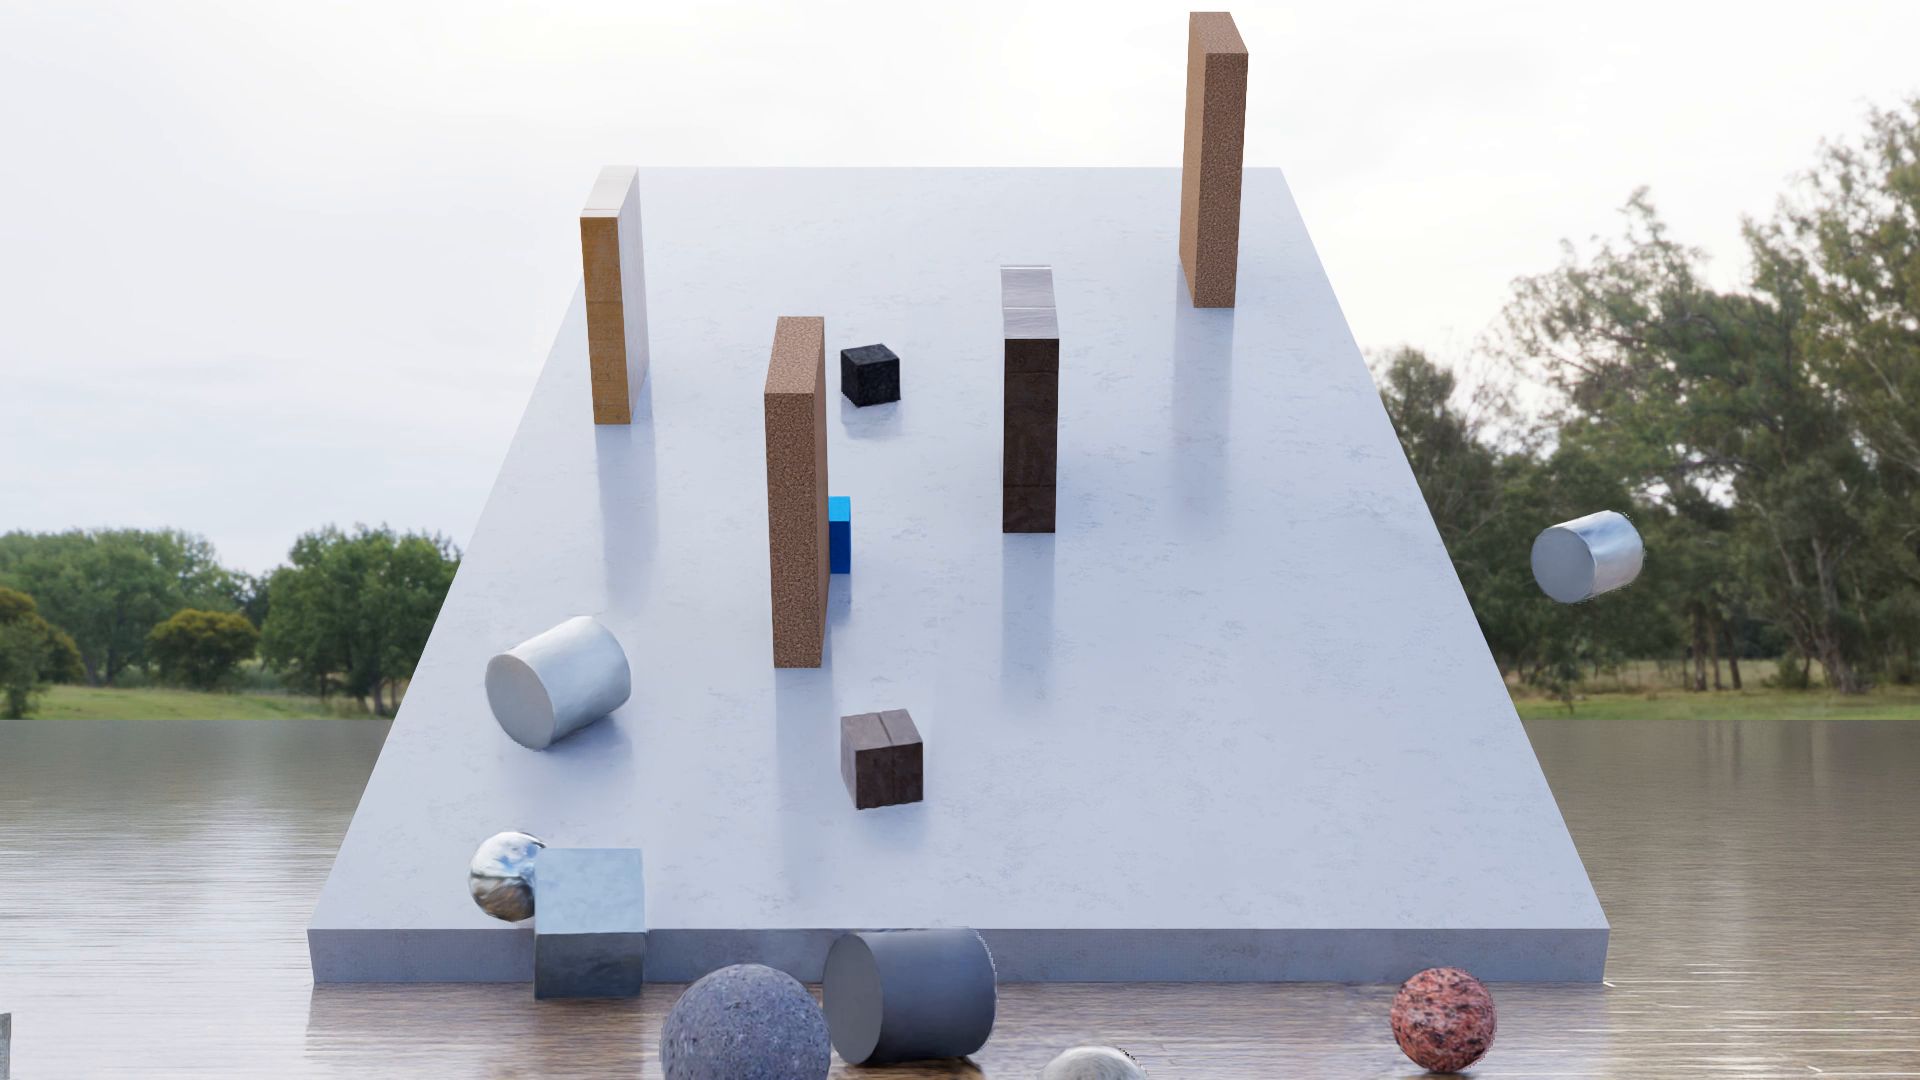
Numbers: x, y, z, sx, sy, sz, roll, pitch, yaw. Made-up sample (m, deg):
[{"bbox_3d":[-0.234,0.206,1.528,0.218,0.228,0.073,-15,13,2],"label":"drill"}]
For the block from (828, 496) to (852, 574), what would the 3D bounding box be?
[{"bbox_3d":[-0.279,-0.010,4.727,0.117,0.117,0.117,0,26,-1],"label":"block"}]

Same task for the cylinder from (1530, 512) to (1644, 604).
[{"bbox_3d":[1.243,0.034,4.664,0.155,0.155,0.155,-14,5,-36],"label":"cylinder"}]

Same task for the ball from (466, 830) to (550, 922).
[{"bbox_3d":[-0.677,0.509,3.565,0.137,0.137,0.137,0,-4,0],"label":"ball"}]

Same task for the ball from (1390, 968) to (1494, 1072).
[{"bbox_3d":[0.563,0.560,2.745,0.119,0.119,0.119,0,-4,0],"label":"ball"}]

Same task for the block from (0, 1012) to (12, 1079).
[{"bbox_3d":[-1.044,0.537,2.378,0.110,0.110,0.110,-2,-4,20],"label":"block"}]

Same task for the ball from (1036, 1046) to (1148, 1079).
[{"bbox_3d":[0.120,0.516,2.129,0.115,0.115,0.115,0,-4,0],"label":"ball"}]

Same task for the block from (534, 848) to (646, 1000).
[{"bbox_3d":[-0.544,0.562,3.446,0.154,0.154,0.154,1,-47,-11],"label":"block"}]

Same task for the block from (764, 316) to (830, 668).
[{"bbox_3d":[-0.301,-0.094,4.406,0.087,0.547,0.386,0,26,0],"label":"block"}]

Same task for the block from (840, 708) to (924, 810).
[{"bbox_3d":[-0.131,0.368,3.949,0.115,0.115,0.115,-6,27,-13],"label":"block"}]

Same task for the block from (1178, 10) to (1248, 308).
[{"bbox_3d":[0.658,-0.998,6.146,0.106,0.665,0.447,0,26,0],"label":"block"}]

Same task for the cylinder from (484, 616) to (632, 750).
[{"bbox_3d":[-0.703,0.249,4.117,0.179,0.179,0.179,-4,17,43],"label":"cylinder"}]

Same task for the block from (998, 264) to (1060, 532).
[{"bbox_3d":[0.142,-0.305,4.981,0.110,0.430,0.446,0,26,0],"label":"block"}]

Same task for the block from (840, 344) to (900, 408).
[{"bbox_3d":[-0.210,-0.386,5.518,0.107,0.107,0.107,-11,28,-22],"label":"block"}]

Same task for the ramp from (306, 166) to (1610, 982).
[{"bbox_3d":[-0.010,-0.229,5.431,2.000,0.100,4.000,0,26,0],"label":"ramp"}]

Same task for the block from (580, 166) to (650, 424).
[{"bbox_3d":[-0.796,-0.572,5.454,0.083,0.494,0.391,0,26,0],"label":"block"}]

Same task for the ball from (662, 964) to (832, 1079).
[{"bbox_3d":[-0.211,0.504,2.327,0.168,0.168,0.168,0,-4,0],"label":"ball"}]

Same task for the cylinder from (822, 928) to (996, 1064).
[{"bbox_3d":[-0.063,0.549,2.838,0.154,0.154,0.154,3,-5,-31],"label":"cylinder"}]
